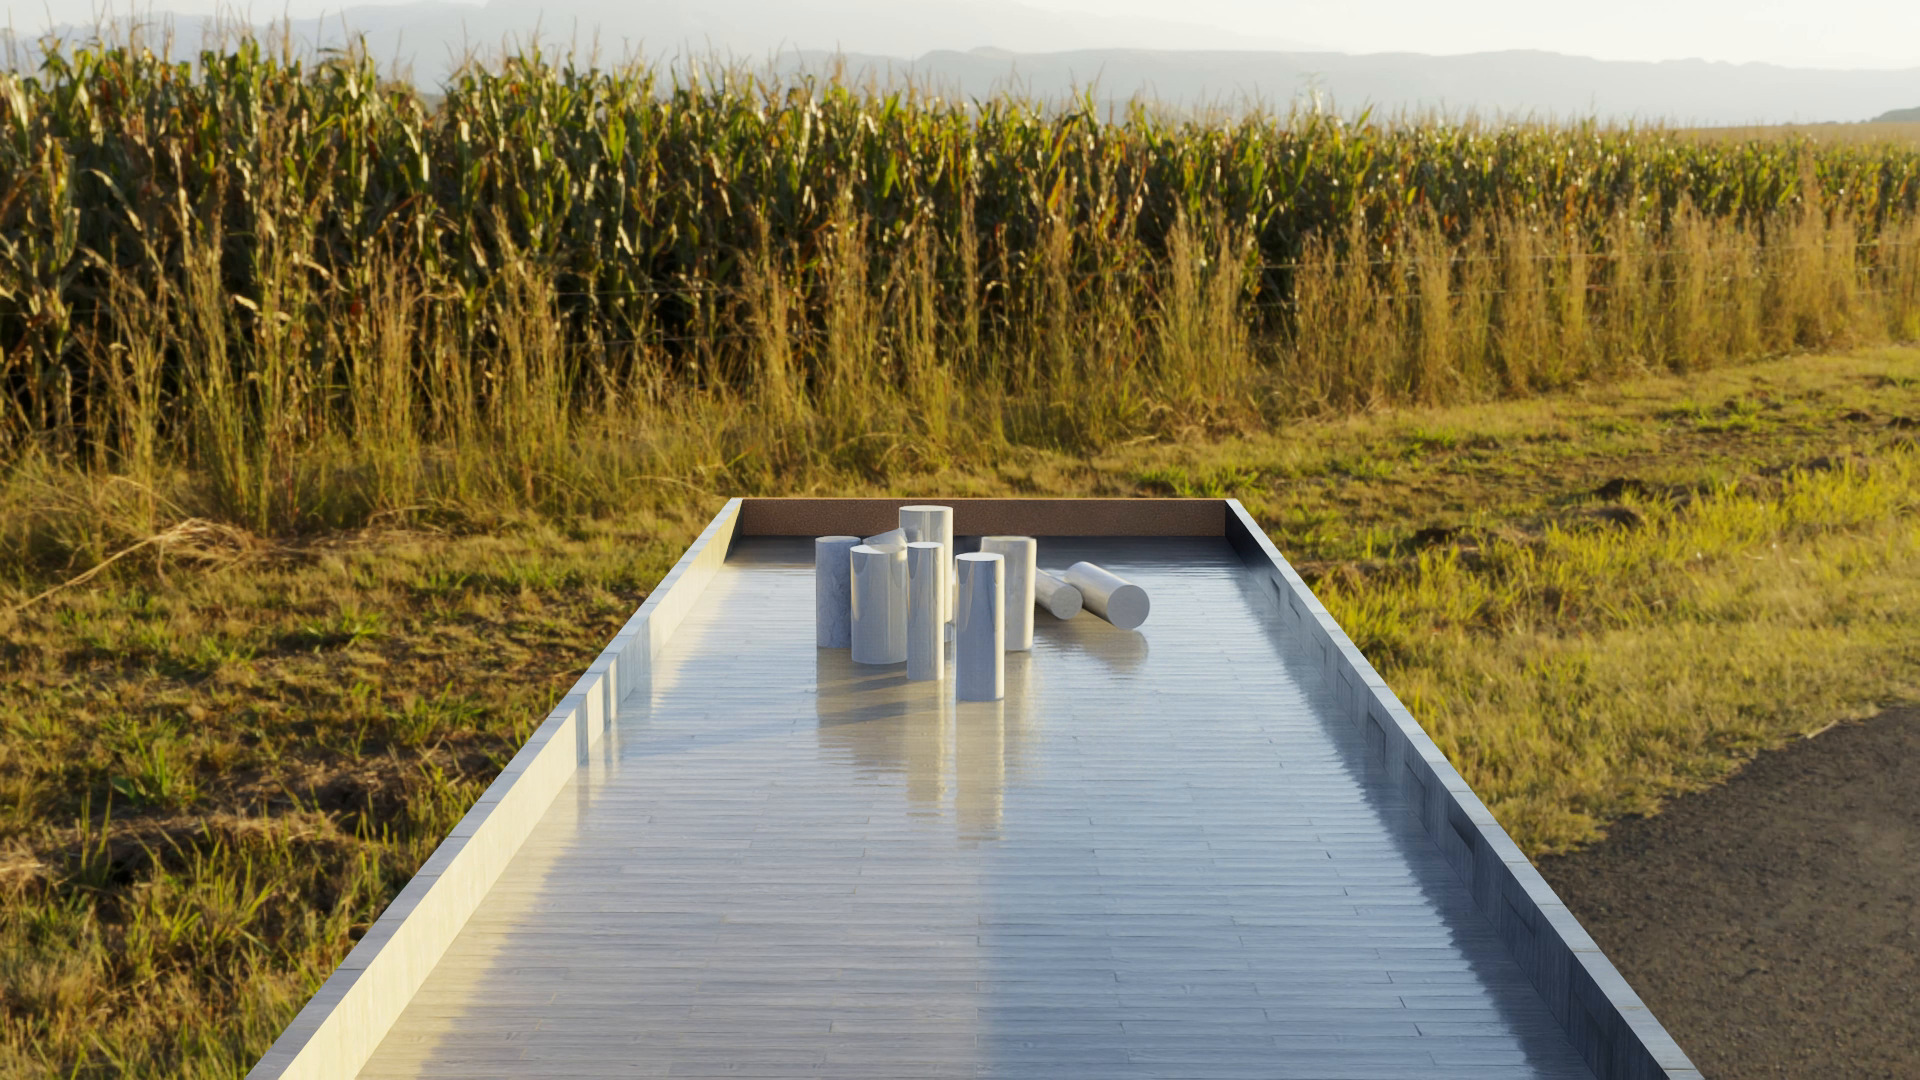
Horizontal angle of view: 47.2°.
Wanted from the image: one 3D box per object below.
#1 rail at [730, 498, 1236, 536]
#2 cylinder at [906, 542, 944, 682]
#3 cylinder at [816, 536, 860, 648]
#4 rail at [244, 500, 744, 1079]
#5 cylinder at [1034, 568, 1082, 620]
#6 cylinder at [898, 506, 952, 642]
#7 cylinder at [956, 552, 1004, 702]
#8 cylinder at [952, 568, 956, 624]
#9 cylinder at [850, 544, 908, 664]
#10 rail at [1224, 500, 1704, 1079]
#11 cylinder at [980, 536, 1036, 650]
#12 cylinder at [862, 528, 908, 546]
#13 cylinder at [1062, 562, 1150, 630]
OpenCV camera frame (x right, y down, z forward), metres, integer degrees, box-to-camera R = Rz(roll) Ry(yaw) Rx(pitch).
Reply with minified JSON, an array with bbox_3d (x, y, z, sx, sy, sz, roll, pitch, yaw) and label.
[{"bbox_3d":[0.099,-0.098,9.147,2.100,0.150,0.050,0,9,1],"label":"rail"},{"bbox_3d":[-0.102,0.208,6.436,0.108,0.394,0.108,0,9,0],"label":"cylinder"},{"bbox_3d":[-0.383,0.162,6.922,0.142,0.333,0.142,0,9,0],"label":"cylinder"},{"bbox_3d":[-1.004,0.839,3.234,0.050,0.150,12.000,0,9,1],"label":"rail"},{"bbox_3d":[0.293,0.176,7.535,0.114,0.114,0.439,-3,9,-16],"label":"cylinder"},{"bbox_3d":[-0.109,0.108,6.967,0.169,0.420,0.169,0,7,0],"label":"cylinder"},{"bbox_3d":[0.056,0.244,6.193,0.137,0.400,0.137,0,9,0],"label":"cylinder"},{"bbox_3d":[0.000,0.175,7.434,0.147,0.147,0.449,2,9,14],"label":"cylinder"},{"bbox_3d":[-0.246,0.194,6.701,0.174,0.339,0.174,0,9,0],"label":"cylinder"},{"bbox_3d":[1.046,0.843,3.208,0.050,0.150,12.000,0,9,1],"label":"rail"},{"bbox_3d":[0.145,0.165,6.847,0.171,0.340,0.171,2,5,0],"label":"cylinder"},{"bbox_3d":[-0.188,0.151,6.839,0.134,0.357,0.134,-17,0,0],"label":"cylinder"},{"bbox_3d":[0.484,0.184,7.368,0.150,0.150,0.458,-3,9,-16],"label":"cylinder"}]
